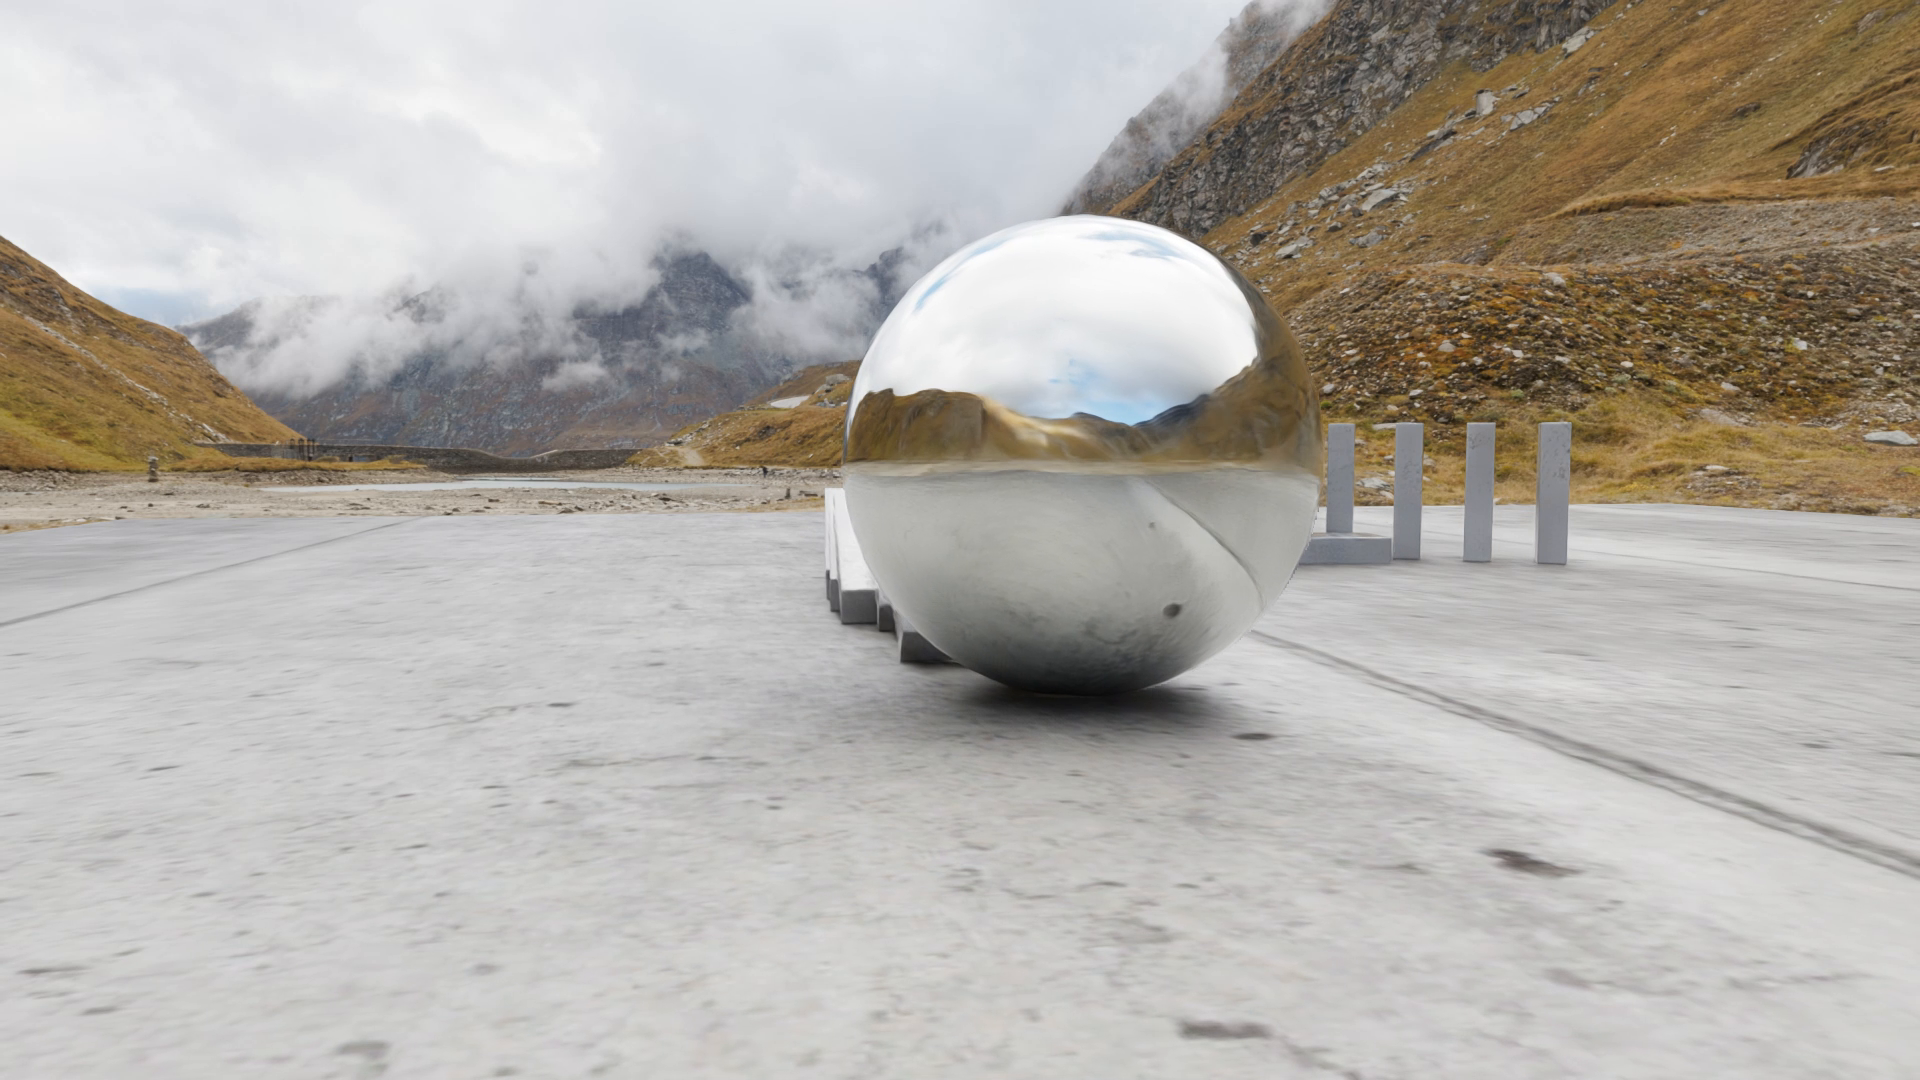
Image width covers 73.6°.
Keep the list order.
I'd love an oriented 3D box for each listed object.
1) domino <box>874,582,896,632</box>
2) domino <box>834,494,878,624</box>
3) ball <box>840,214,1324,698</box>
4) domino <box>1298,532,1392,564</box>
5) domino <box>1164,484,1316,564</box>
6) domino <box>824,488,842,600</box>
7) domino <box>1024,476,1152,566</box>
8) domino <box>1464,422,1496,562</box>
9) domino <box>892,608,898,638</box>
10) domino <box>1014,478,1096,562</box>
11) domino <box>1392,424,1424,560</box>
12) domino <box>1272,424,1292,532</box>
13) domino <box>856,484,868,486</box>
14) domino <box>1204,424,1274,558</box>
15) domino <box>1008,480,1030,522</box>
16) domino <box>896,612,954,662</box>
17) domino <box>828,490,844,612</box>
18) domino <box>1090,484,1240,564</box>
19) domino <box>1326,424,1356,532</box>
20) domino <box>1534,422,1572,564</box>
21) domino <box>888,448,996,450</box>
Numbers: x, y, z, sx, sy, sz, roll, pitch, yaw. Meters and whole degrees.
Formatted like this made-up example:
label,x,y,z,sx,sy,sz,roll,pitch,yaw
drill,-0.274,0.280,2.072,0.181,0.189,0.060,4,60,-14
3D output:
label,x,y,z,sx,sy,sz,roll,pitch,yaw
domino,-0.008,-0.001,0.305,0.025,0.010,0.050,-1,48,-8
domino,-0.018,0.004,0.324,0.025,0.010,0.050,-1,29,-8
ball,0.020,-0.014,0.217,0.080,0.080,0.080,0,4,0
domino,0.127,0.003,0.464,0.050,0.009,0.025,0,4,-1
domino,0.100,-0.006,0.463,0.050,0.010,0.025,-22,5,0
domino,-0.026,0.000,0.371,0.025,0.009,0.050,-2,29,-5
domino,0.044,-0.008,0.467,0.050,0.010,0.025,-34,23,-31
domino,0.191,-0.018,0.473,0.010,0.050,0.025,2,5,22
domino,-0.005,-0.001,0.292,0.025,0.010,0.050,-4,48,-10
domino,0.023,-0.007,0.454,0.025,0.010,0.050,4,31,45
domino,0.168,-0.019,0.482,0.010,0.050,0.025,2,5,21
domino,0.122,-0.020,0.497,0.009,0.050,0.025,1,4,8
domino,-0.023,-0.002,0.395,0.025,0.010,0.050,0,29,4
domino,0.105,-0.019,0.483,0.025,0.050,0.010,1,4,14
domino,0.002,-0.005,0.438,0.025,0.010,0.050,2,30,28
domino,-0.001,0.002,0.265,0.025,0.010,0.050,-1,48,-8
domino,-0.023,0.002,0.347,0.025,0.010,0.050,0,29,-6
domino,0.073,-0.006,0.465,0.050,0.010,0.025,-23,7,-6
domino,0.145,-0.019,0.490,0.009,0.050,0.025,1,5,18
domino,0.214,-0.017,0.464,0.009,0.050,0.025,2,5,21
domino,-0.002,0.001,0.278,0.025,0.009,0.050,-1,48,-8
